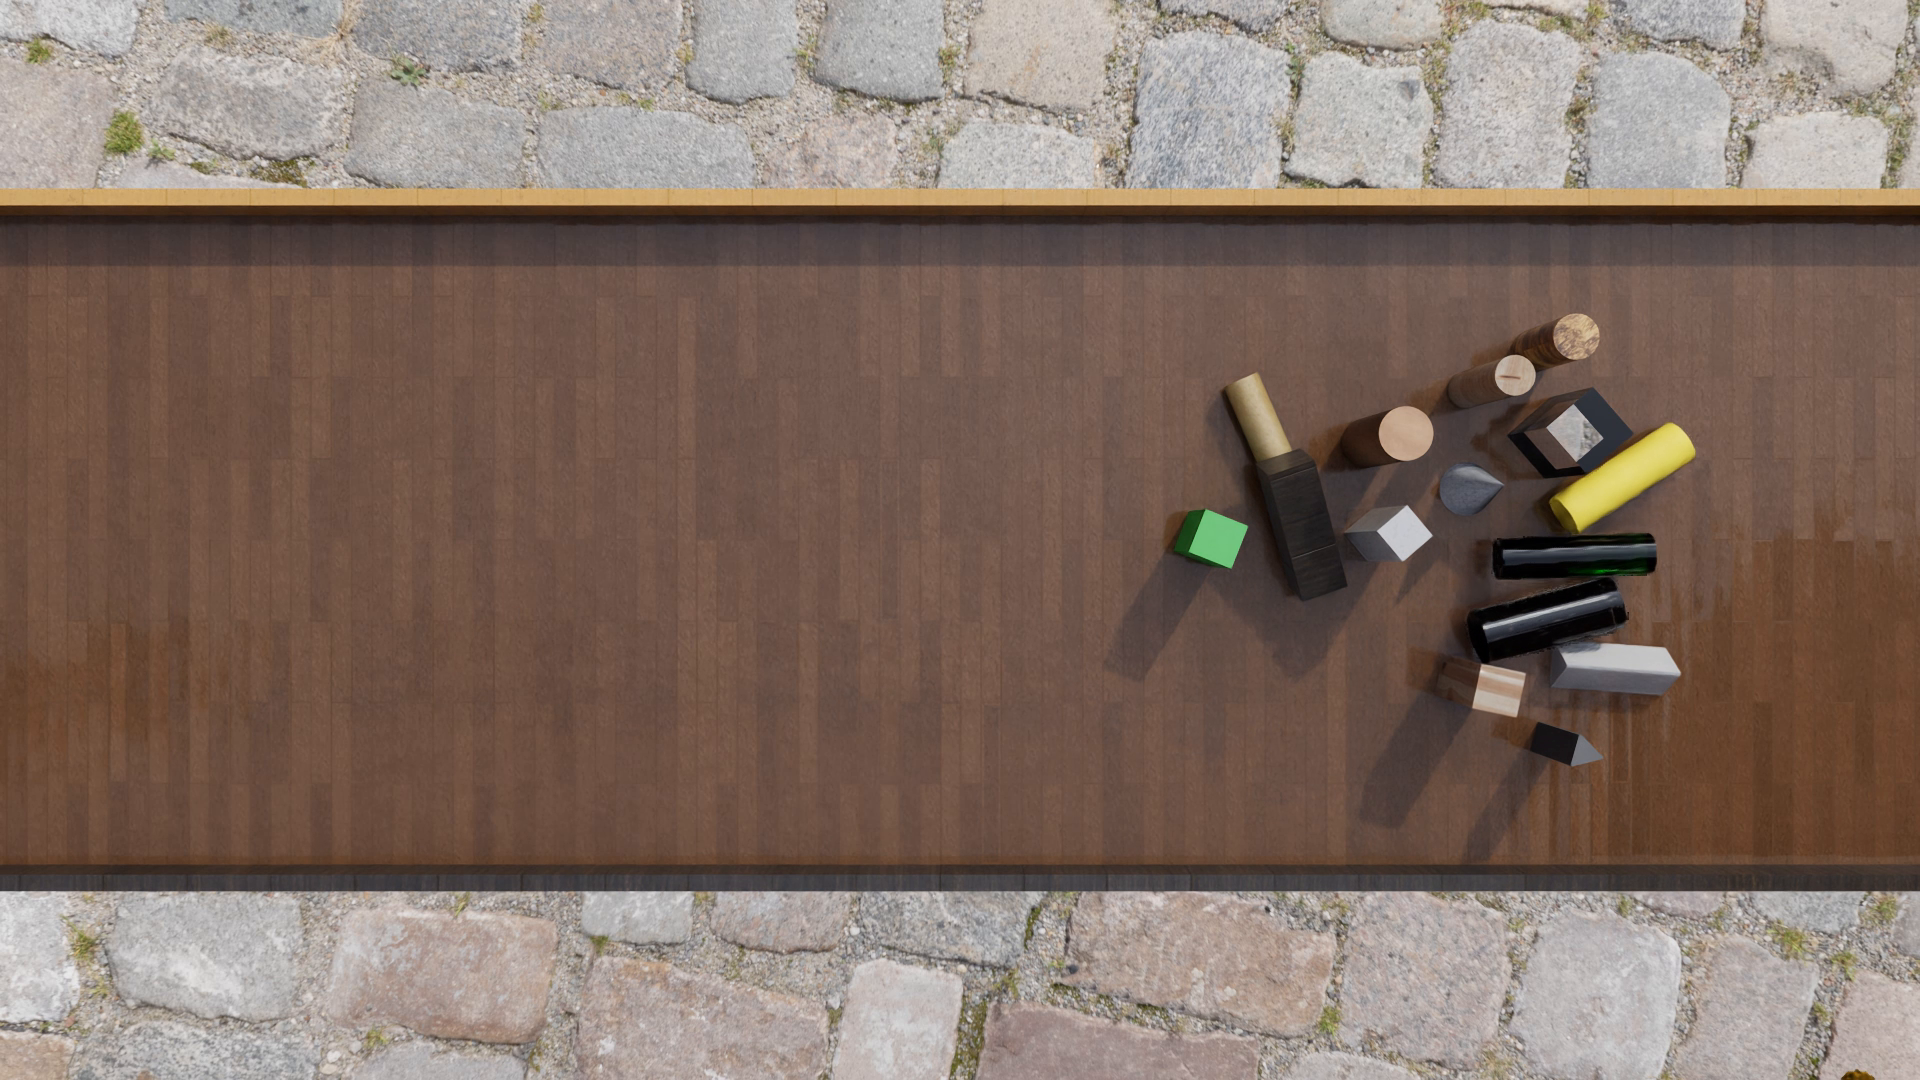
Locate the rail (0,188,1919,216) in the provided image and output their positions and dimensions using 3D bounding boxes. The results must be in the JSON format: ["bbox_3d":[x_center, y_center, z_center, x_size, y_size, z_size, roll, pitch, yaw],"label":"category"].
[{"bbox_3d":[-2.247,-1.025,5.002,12.000,0.150,0.050,0,90,0],"label":"rail"}]

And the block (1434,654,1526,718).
[{"bbox_3d":[1.537,0.429,4.889,0.130,0.374,0.130,12,90,0],"label":"block"}]

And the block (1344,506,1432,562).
[{"bbox_3d":[1.265,-0.017,4.893,0.114,0.362,0.114,-40,91,-2],"label":"block"}]

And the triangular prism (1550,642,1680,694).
[{"bbox_3d":[1.992,0.391,5.011,0.343,0.124,0.144,4,90,0],"label":"triangular prism"}]

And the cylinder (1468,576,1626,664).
[{"bbox_3d":[1.774,0.242,4.995,0.422,0.164,0.164,-14,90,0],"label":"cylinder"}]

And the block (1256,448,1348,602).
[{"bbox_3d":[1.023,-0.045,4.944,0.143,0.143,0.415,-19,108,0],"label":"block"}]

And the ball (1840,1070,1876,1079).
[{"bbox_3d":[5.546,3.388,10.168,0.226,0.226,0.226,0,90,0],"label":"ball"}]

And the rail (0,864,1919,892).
[{"bbox_3d":[-2.247,1.025,5.001,12.000,0.150,0.050,0,90,0],"label":"rail"}]

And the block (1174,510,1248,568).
[{"bbox_3d":[0.742,-0.003,4.904,0.132,0.345,0.132,22,90,0],"label":"block"}]

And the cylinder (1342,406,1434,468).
[{"bbox_3d":[1.252,-0.299,4.852,0.153,0.449,0.153,0,90,0],"label":"cylinder"}]

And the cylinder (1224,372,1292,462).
[{"bbox_3d":[0.917,-0.347,5.020,0.113,0.113,0.307,-24,90,0],"label":"cylinder"}]

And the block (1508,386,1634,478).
[{"bbox_3d":[1.809,-0.314,4.905,0.178,0.343,0.178,-41,90,0],"label":"block"}]

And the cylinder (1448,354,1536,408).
[{"bbox_3d":[1.557,-0.462,4.851,0.114,0.450,0.114,0,90,0],"label":"cylinder"}]

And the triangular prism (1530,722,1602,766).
[{"bbox_3d":[1.792,0.598,4.908,0.094,0.338,0.082,-14,90,0],"label":"triangular prism"}]

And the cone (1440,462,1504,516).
[{"bbox_3d":[1.558,-0.157,4.896,0.164,0.361,0.164,0,90,0],"label":"cone"}]

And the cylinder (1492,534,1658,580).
[{"bbox_3d":[1.856,0.049,4.991,0.454,0.121,0.121,-2,90,2],"label":"cylinder"}]

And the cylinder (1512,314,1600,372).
[{"bbox_3d":[1.764,-0.582,4.899,0.132,0.356,0.132,0,90,0],"label":"cylinder"}]

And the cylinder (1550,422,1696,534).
[{"bbox_3d":[2.011,-0.186,5.010,0.421,0.134,0.134,-33,90,0],"label":"cylinder"}]
